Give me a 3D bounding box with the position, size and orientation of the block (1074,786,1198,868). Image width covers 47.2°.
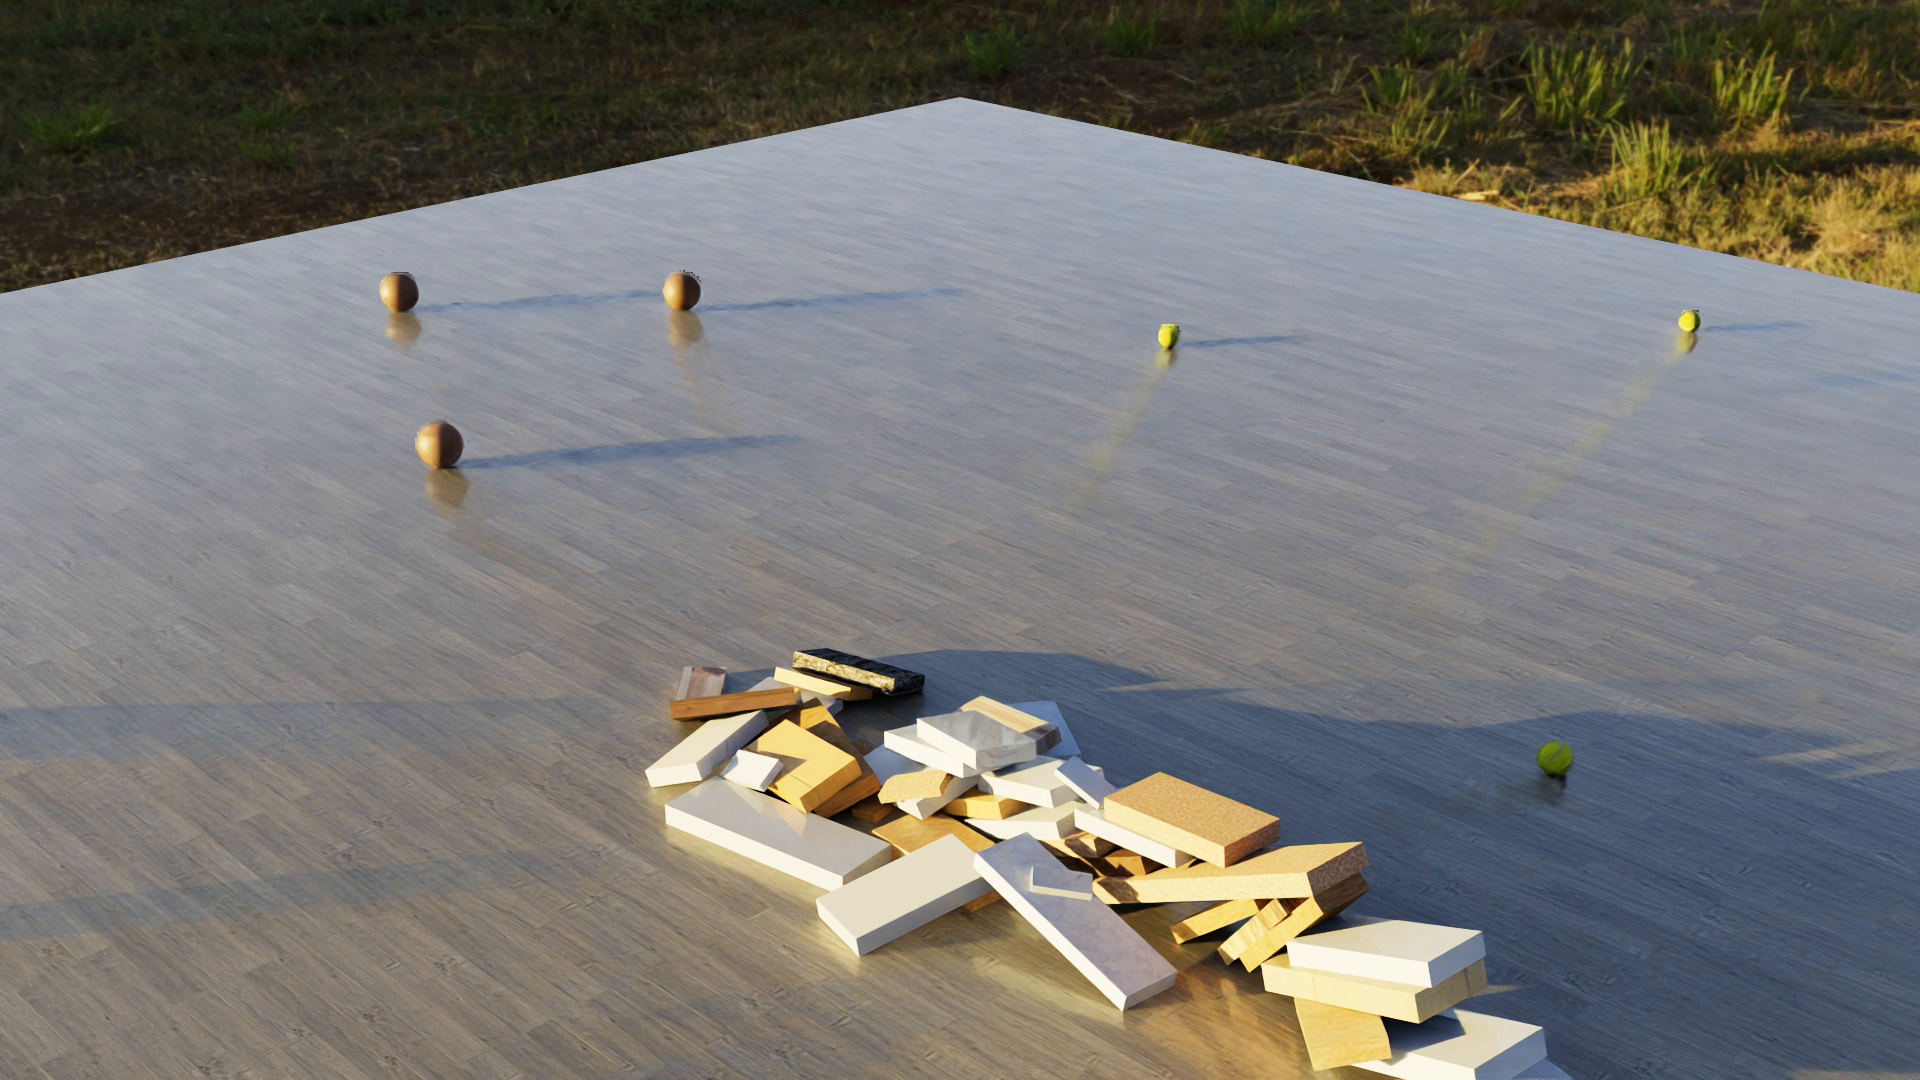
[{"bbox_3d":[0.350,0.534,4.100,0.129,0.036,0.257,-19,24,-38],"label":"block"}]

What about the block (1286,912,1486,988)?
[{"bbox_3d":[0.714,0.687,3.700,0.149,0.042,0.299,-17,9,-39],"label":"block"}]

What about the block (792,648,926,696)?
[{"bbox_3d":[-0.229,0.296,4.960,0.268,0.038,0.134,13,7,29],"label":"block"}]

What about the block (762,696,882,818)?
[{"bbox_3d":[-0.295,0.451,4.567,0.142,0.040,0.394,-27,27,-11],"label":"block"}]

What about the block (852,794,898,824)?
[{"bbox_3d":[-0.163,0.537,4.474,0.058,0.016,0.116,14,27,30],"label":"block"}]

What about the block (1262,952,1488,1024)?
[{"bbox_3d":[0.697,0.735,3.719,0.174,0.049,0.347,-16,9,-36],"label":"block"}]

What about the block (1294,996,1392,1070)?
[{"bbox_3d":[0.632,0.804,3.650,0.125,0.035,0.250,-11,9,4],"label":"block"}]

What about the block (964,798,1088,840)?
[{"bbox_3d":[0.143,0.544,4.304,0.128,0.036,0.257,-22,11,-42],"label":"block"}]

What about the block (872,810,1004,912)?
[{"bbox_3d":[-0.018,0.614,4.260,0.150,0.042,0.300,-18,29,-37],"label":"block"}]

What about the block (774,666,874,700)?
[{"bbox_3d":[-0.305,0.320,4.925,0.200,0.028,0.100,13,5,29],"label":"block"}]

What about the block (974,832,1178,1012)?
[{"bbox_3d":[0.204,0.684,3.981,0.125,0.035,0.421,-18,42,-36],"label":"block"}]

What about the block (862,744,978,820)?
[{"bbox_3d":[-0.099,0.478,4.465,0.142,0.040,0.283,-31,24,-24],"label":"block"}]

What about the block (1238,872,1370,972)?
[{"bbox_3d":[0.599,0.667,3.836,0.124,0.248,0.035,-18,67,-37],"label":"block"}]

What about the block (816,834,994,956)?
[{"bbox_3d":[-0.099,0.657,4.090,0.300,0.042,0.150,-23,32,-24],"label":"block"}]

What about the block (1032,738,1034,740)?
[{"bbox_3d":[0.017,0.444,4.531,0.296,0.019,0.068,-13,3,35],"label":"block"}]

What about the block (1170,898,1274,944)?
[{"bbox_3d":[0.500,0.662,3.962,0.124,0.035,0.247,-18,-11,-37],"label":"block"}]

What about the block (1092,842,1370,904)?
[{"bbox_3d":[0.463,0.602,3.954,0.149,0.042,0.593,-19,3,-38],"label":"block"}]

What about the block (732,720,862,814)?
[{"bbox_3d":[-0.335,0.460,4.489,0.142,0.040,0.283,-34,29,-23],"label":"block"}]

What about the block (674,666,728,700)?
[{"bbox_3d":[-0.581,0.341,4.922,0.100,0.028,0.200,0,23,0],"label":"block"}]

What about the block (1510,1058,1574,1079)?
[{"bbox_3d":[0.922,0.915,3.542,0.174,0.049,0.347,-14,26,-29],"label":"block"}]

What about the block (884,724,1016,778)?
[{"bbox_3d":[-0.022,0.419,4.424,0.131,0.037,0.262,-10,14,-36],"label":"block"}]

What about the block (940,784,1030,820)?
[{"bbox_3d":[0.034,0.512,4.411,0.128,0.036,0.257,-22,14,-41],"label":"block"}]

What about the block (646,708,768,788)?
[{"bbox_3d":[-0.530,0.436,4.626,0.134,0.038,0.268,-11,15,31],"label":"block"}]

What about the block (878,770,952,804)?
[{"bbox_3d":[-0.089,0.487,4.356,0.136,0.019,0.068,-10,24,25],"label":"block"}]

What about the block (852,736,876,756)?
[{"bbox_3d":[-0.194,0.455,4.626,0.049,0.014,0.097,-31,45,-23],"label":"block"}]

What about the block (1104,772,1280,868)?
[{"bbox_3d":[0.424,0.511,4.034,0.149,0.042,0.299,-19,24,-38],"label":"block"}]

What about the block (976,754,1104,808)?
[{"bbox_3d":[0.155,0.468,4.297,0.128,0.036,0.256,-19,12,-31],"label":"block"}]

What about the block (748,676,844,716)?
[{"bbox_3d":[-0.370,0.358,4.881,0.200,0.028,0.100,13,26,28],"label":"block"}]

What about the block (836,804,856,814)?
[{"bbox_3d":[-0.267,0.524,4.505,0.058,0.016,0.116,-12,26,-26],"label":"block"}]

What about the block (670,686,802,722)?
[{"bbox_3d":[-0.482,0.356,4.754,0.268,0.038,0.134,-7,-8,1],"label":"block"}]

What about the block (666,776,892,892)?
[{"bbox_3d":[-0.362,0.579,4.341,0.457,0.042,0.150,16,28,33],"label":"block"}]

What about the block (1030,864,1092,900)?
[{"bbox_3d":[0.186,0.626,4.017,0.112,0.016,0.056,9,33,-2],"label":"block"}]

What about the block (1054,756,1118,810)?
[{"bbox_3d":[0.239,0.460,4.173,0.112,0.016,0.056,38,47,25],"label":"block"}]

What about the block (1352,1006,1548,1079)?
[{"bbox_3d":[0.768,0.826,3.618,0.174,0.049,0.347,-18,11,-36],"label":"block"}]

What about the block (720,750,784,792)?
[{"bbox_3d":[-0.424,0.469,4.476,0.136,0.019,0.068,7,53,48],"label":"block"}]

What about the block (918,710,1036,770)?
[{"bbox_3d":[0.031,0.393,4.355,0.131,0.037,0.262,-7,12,-26],"label":"block"}]

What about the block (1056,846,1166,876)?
[{"bbox_3d":[0.305,0.597,4.169,0.129,0.036,0.257,-19,4,-38],"label":"block"}]

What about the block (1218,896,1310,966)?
[{"bbox_3d":[0.560,0.670,3.892,0.124,0.248,0.035,-21,69,-31],"label":"block"}]

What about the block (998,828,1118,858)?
[{"bbox_3d":[0.210,0.570,4.254,0.129,0.036,0.257,-23,11,-42],"label":"block"}]

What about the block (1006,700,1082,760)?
[{"bbox_3d":[0.169,0.421,4.723,0.125,0.035,0.250,-4,23,-10],"label":"block"}]

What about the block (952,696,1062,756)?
[{"bbox_3d":[0.080,0.409,4.677,0.131,0.037,0.262,-30,29,-30],"label":"block"}]
